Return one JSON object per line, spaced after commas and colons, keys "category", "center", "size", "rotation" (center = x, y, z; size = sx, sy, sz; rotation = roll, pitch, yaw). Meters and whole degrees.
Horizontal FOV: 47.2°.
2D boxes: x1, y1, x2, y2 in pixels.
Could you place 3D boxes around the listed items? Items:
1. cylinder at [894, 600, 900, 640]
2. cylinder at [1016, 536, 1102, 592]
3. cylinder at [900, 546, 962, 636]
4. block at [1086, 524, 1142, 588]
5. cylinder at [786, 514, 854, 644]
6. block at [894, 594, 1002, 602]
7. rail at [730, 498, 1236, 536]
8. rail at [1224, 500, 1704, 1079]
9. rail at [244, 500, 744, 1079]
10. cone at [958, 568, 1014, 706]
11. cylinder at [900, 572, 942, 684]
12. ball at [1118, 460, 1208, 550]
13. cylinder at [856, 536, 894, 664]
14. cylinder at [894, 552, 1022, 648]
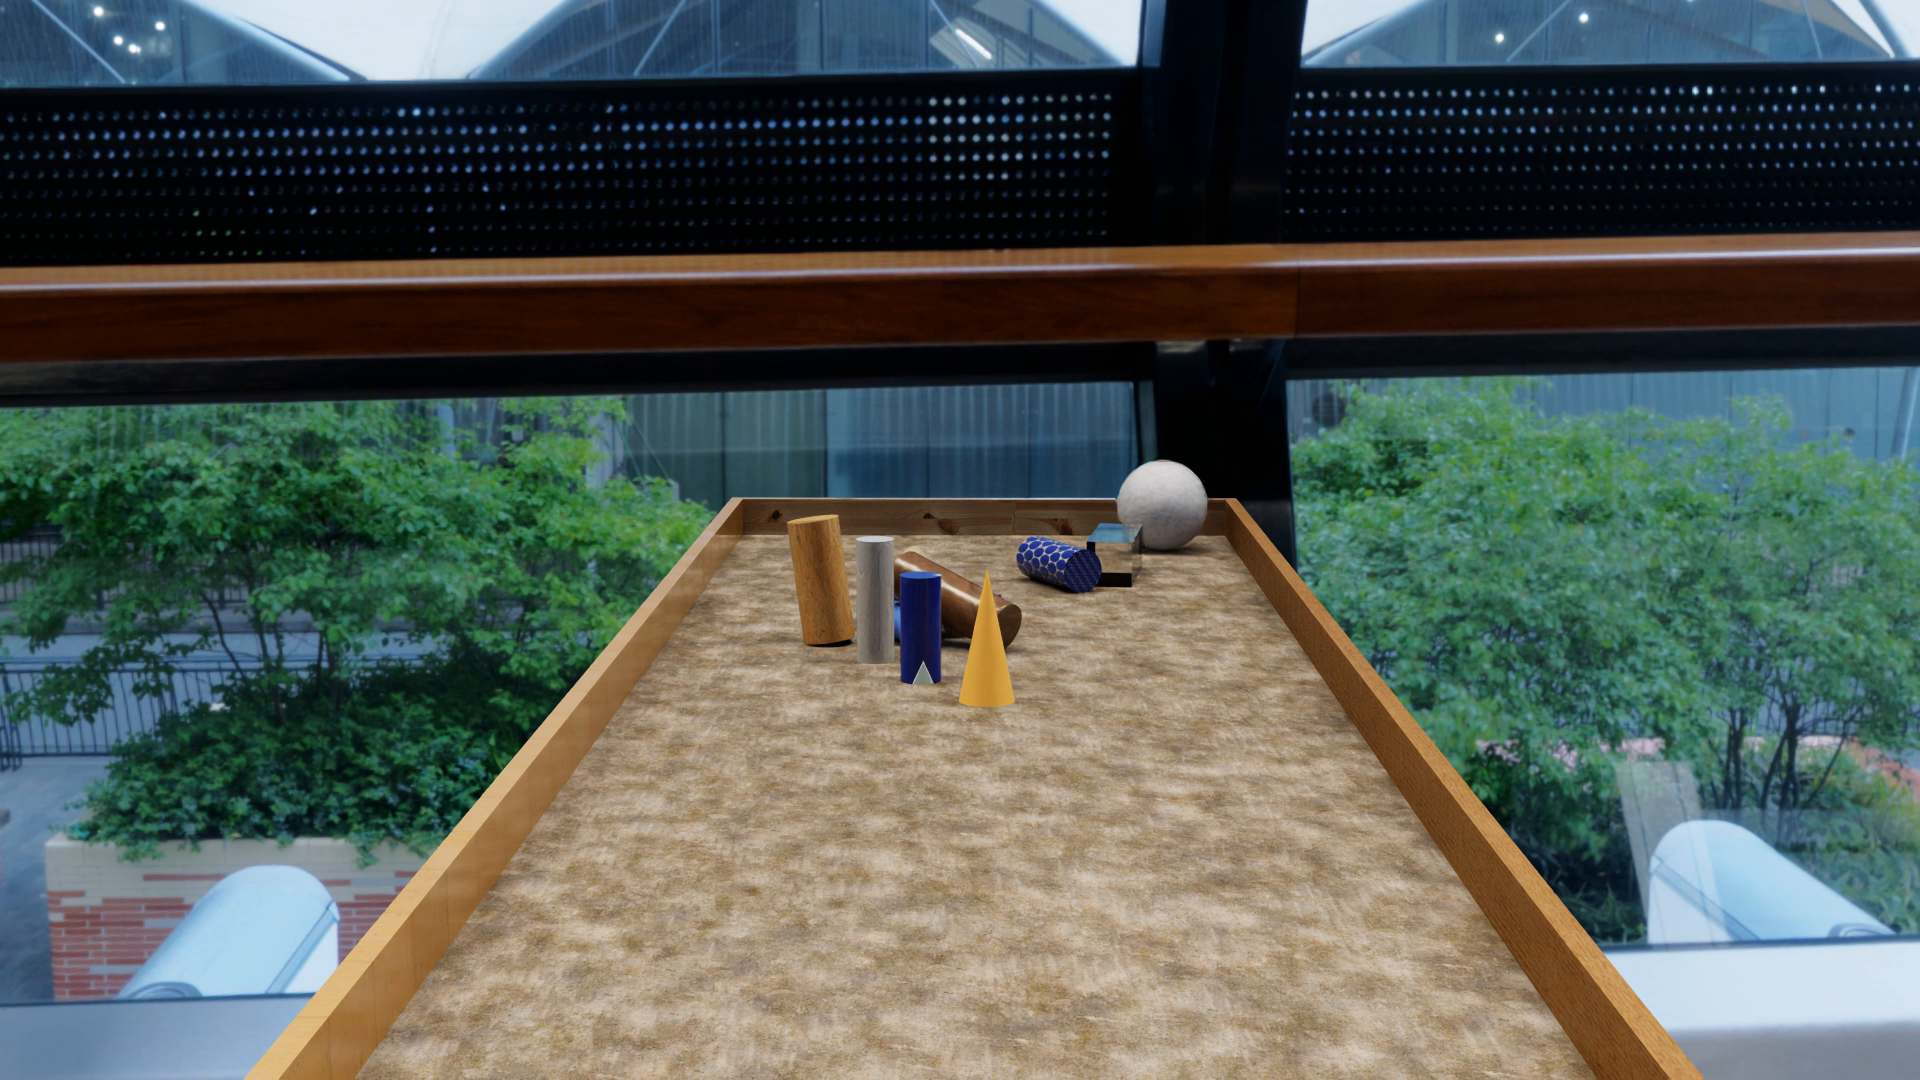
{"category": "cylinder", "center": [-0.208, 0.254, 7.056], "size": [0.109, 0.109, 0.367], "rotation": [-4, 10, -25]}
{"category": "cylinder", "center": [0.356, 0.087, 7.964], "size": [0.156, 0.156, 0.349], "rotation": [-5, 10, -27]}
{"category": "cylinder", "center": [-0.077, 0.164, 7.168], "size": [0.109, 0.109, 0.379], "rotation": [-5, 34, -27]}
{"category": "block", "center": [0.575, 0.054, 8.146], "size": [0.164, 0.164, 0.451], "rotation": [1, 9, 9]}
{"category": "cylinder", "center": [-0.438, 0.124, 6.939], "size": [0.163, 0.385, 0.163], "rotation": [-7, 7, 1]}
{"category": "block", "center": [-0.086, 0.220, 7.301], "size": [0.446, 0.100, 0.100], "rotation": [4, 10, 26]}
{"category": "rail", "center": [0.099, -0.098, 9.147], "size": [2.100, 0.150, 0.050], "rotation": [0, 9, 1]}
{"category": "rail", "center": [1.046, 0.843, 3.208], "size": [0.050, 0.150, 12.000], "rotation": [0, 9, 1]}
{"category": "rail", "center": [-1.004, 0.839, 3.234], "size": [0.050, 0.150, 12.000], "rotation": [0, 9, 1]}
{"category": "cone", "center": [0.075, 0.263, 6.139], "size": [0.158, 0.379, 0.158], "rotation": [0, 9, 0]}
{"category": "cylinder", "center": [-0.114, 0.255, 6.402], "size": [0.121, 0.312, 0.121], "rotation": [0, 9, 0]}
{"category": "ball", "center": [0.806, -0.139, 8.740], "size": [0.360, 0.360, 0.360], "rotation": [0, 9, 0]}
{"category": "cylinder", "center": [-0.257, 0.182, 6.671], "size": [0.114, 0.374, 0.114], "rotation": [0, 9, 0]}
{"category": "cylinder", "center": [-0.021, 0.191, 6.915], "size": [0.432, 0.160, 0.160], "rotation": [27, 24, 34]}
